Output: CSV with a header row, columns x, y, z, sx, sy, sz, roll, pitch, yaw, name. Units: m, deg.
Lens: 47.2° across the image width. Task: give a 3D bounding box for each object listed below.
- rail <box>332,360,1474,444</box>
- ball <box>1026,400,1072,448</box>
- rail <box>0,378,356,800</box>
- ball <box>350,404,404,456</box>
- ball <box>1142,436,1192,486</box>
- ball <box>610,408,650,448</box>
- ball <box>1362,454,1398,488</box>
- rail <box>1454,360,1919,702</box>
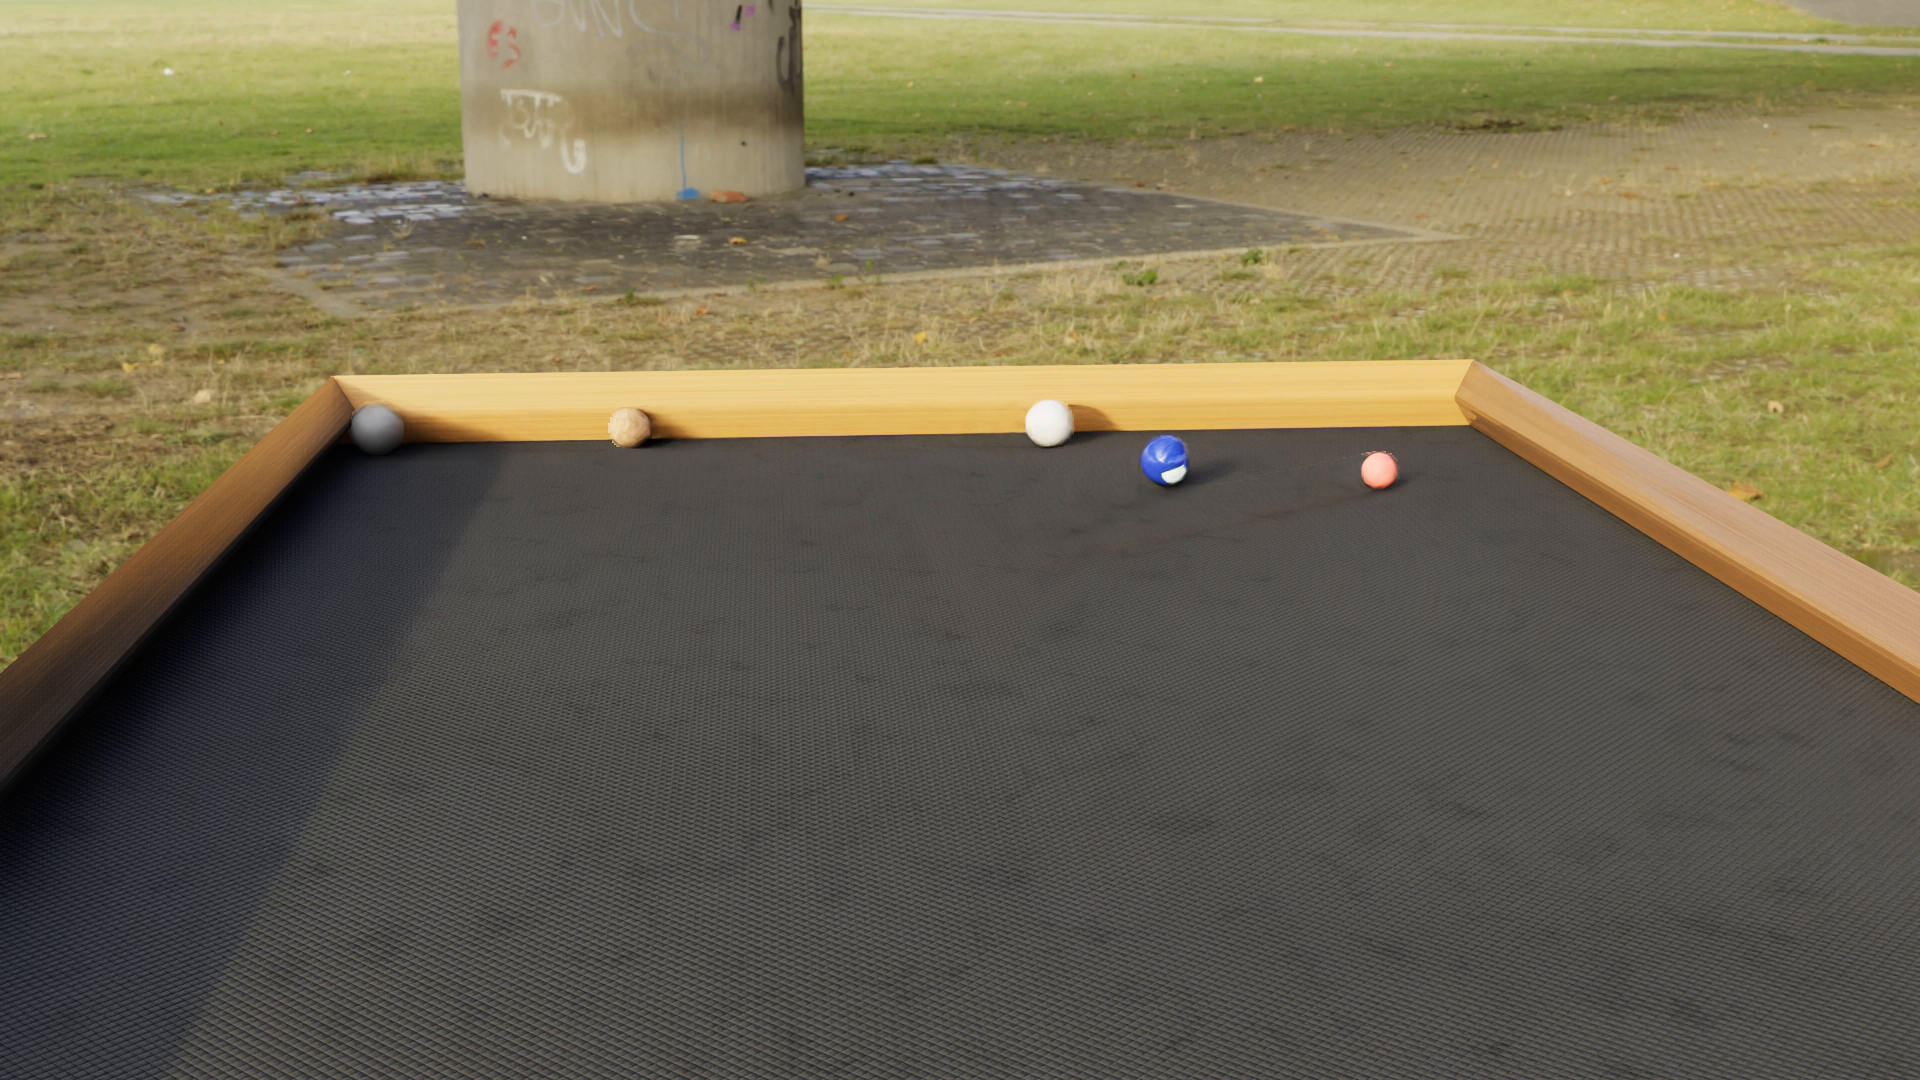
x,y,z,sx,sy,sz,roll,pitch,yaw,name
-0.074,-0.231,3.719,1.941,0.114,0.045,-1,14,-5,rail
0.148,-0.193,3.643,0.079,0.079,0.079,0,14,0,ball
-0.867,0.214,1.944,0.045,0.114,3.559,-1,14,-5,rail
-0.949,-0.181,3.581,0.085,0.085,0.085,0,14,0,ball
0.315,-0.120,3.357,0.076,0.076,0.076,0,14,0,ball
-0.545,-0.186,3.639,0.066,0.066,0.066,0,14,0,ball
0.637,-0.105,3.341,0.055,0.055,0.055,0,14,0,ball
1.019,0.175,2.101,0.045,0.114,3.559,-1,14,-5,rail
